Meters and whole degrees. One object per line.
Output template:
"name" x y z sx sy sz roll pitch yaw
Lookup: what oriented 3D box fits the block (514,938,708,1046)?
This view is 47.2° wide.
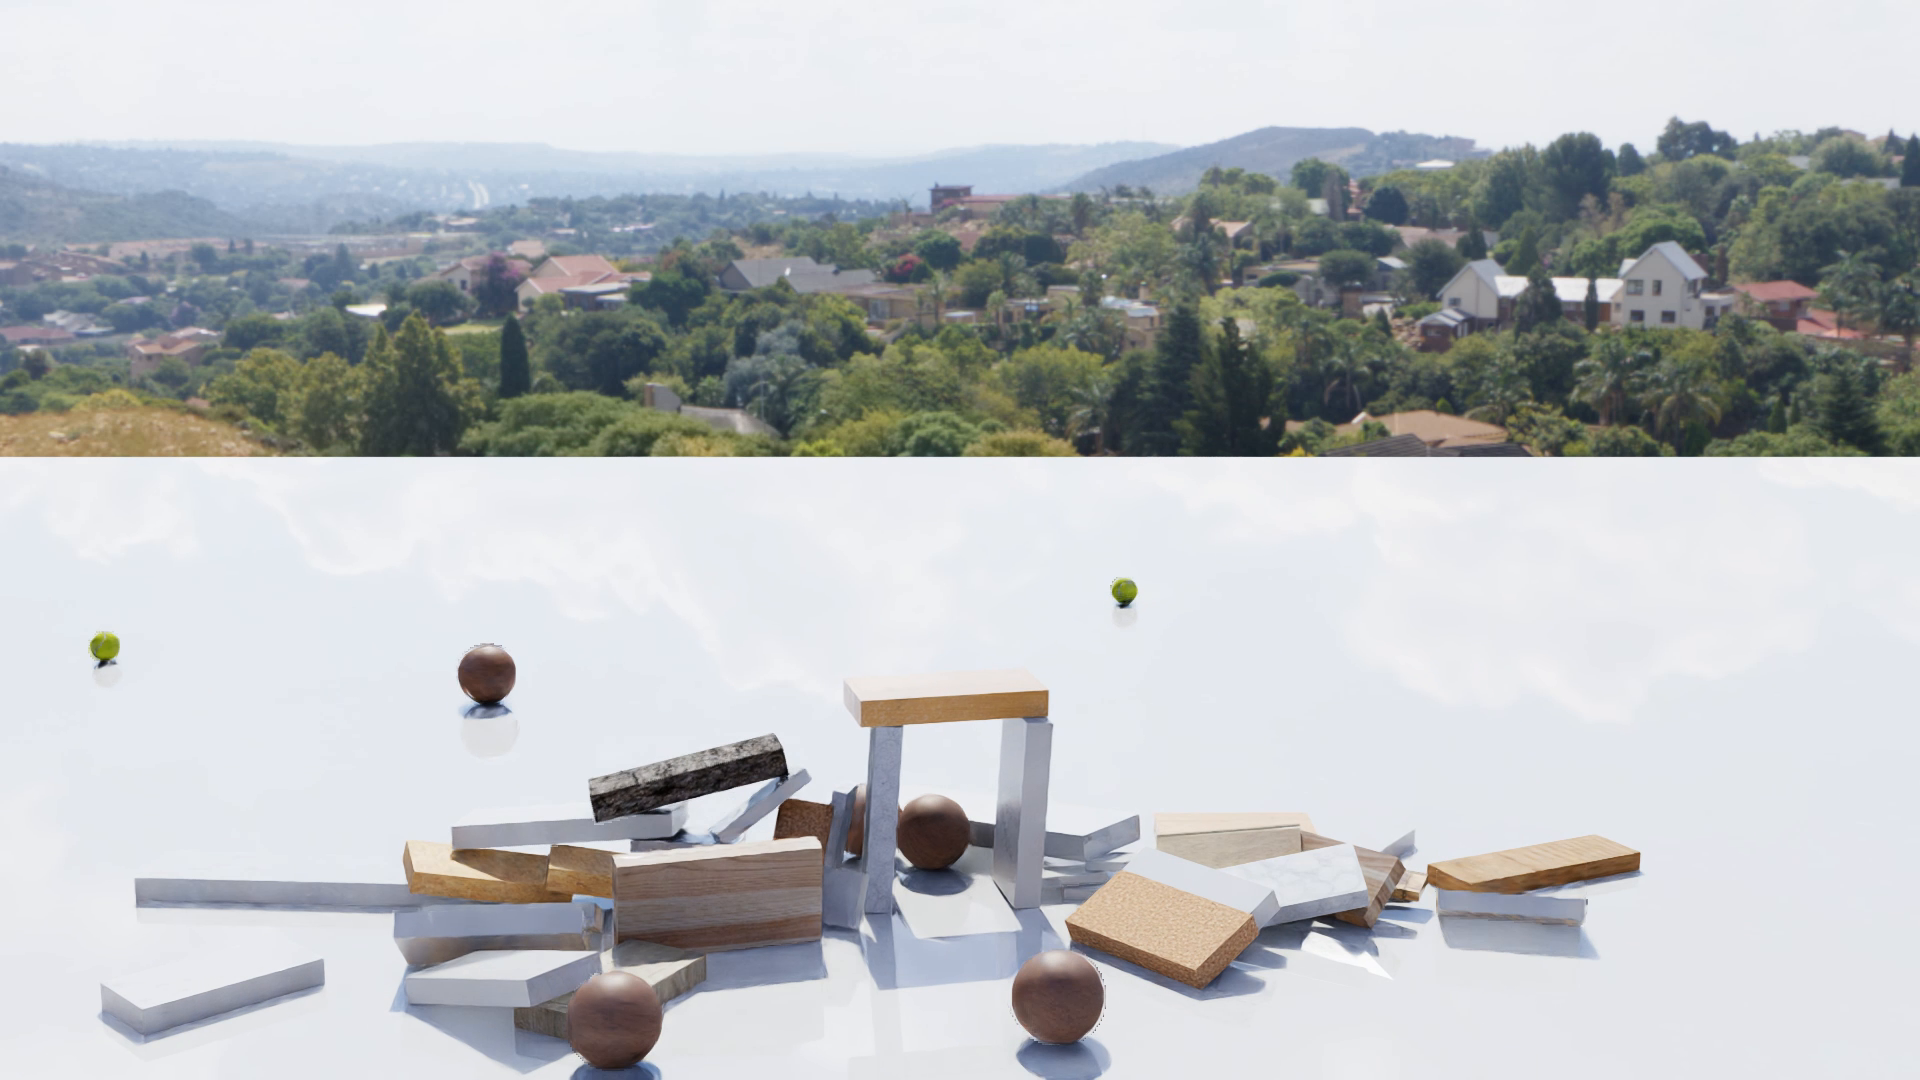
"block" -0.506 0.656 3.207 0.140 0.040 0.279 5 12 27

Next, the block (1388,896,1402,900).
"block" 0.685 0.581 3.670 0.127 0.018 0.063 0 11 3

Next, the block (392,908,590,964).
"block" -0.703 0.598 3.316 0.275 0.039 0.137 -1 -27 -4

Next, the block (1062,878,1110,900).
"block" 0.231 0.581 3.668 0.121 0.017 0.060 0 11 -1

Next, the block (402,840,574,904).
"block" -0.772 0.547 3.599 0.260 0.037 0.130 10 12 -22

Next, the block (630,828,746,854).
"block" -0.450 0.502 3.649 0.179 0.025 0.090 3 8 2

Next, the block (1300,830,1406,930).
"block" 0.598 0.549 3.603 0.238 0.034 0.119 11 56 45

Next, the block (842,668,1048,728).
"block" -0.025 0.258 3.618 0.311 0.044 0.156 -2 11 -13

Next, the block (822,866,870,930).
"block" -0.236 0.568 3.538 0.177 0.089 0.025 5 -13 26

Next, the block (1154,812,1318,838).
"block" 0.489 0.525 3.914 0.276 0.039 0.138 0 11 0

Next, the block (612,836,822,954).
"block" -0.375 0.556 3.406 0.319 0.159 0.045 -3 17 -17

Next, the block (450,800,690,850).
"block" -0.646 0.470 3.656 0.367 0.039 0.137 -4 5 4

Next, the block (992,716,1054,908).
"block" 0.102 0.435 3.645 0.044 0.311 0.156 1 10 -13

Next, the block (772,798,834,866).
"block" -0.266 0.515 3.597 0.089 0.177 0.025 5 -11 27

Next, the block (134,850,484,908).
"block" -1.071 0.568 3.682 0.576 0.040 0.140 1 11 4

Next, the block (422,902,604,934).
"block" -0.693 0.591 3.422 0.260 0.037 0.130 -1 -14 -3

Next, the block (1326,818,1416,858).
"block" 0.701 0.539 3.853 0.112 0.032 0.223 7 13 34

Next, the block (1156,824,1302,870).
"block" 0.445 0.534 3.628 0.238 0.034 0.119 -6 43 11

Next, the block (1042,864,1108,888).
"block" 0.180 0.561 3.678 0.121 0.017 0.060 -2 7 -15

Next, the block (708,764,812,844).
"block" -0.328 0.433 3.600 0.177 0.025 0.089 -37 7 -14

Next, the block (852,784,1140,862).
"block" 0.055 0.498 3.897 0.536 0.045 0.159 2 9 41

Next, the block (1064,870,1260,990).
"block" 0.308 0.597 3.385 0.138 0.039 0.276 -36 30 -32

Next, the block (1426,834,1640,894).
"block" 0.981 0.558 3.754 0.368 0.032 0.112 -5 12 -26

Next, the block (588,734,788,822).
"block" -0.449 0.390 3.624 0.319 0.045 0.159 -13 6 -9

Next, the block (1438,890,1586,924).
"block" 0.875 0.584 3.498 0.223 0.032 0.112 2 -13 12

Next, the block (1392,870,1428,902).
"block" 0.698 0.559 3.609 0.127 0.018 0.063 8 24 23

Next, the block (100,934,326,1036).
"block" -1.096 0.651 3.233 0.279 0.040 0.140 -10 15 -43

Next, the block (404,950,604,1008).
"block" -0.659 0.631 3.172 0.274 0.039 0.137 -8 3 39

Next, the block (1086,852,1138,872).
"block" 0.272 0.541 3.698 0.121 0.017 0.060 1 7 5

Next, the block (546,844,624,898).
"block" -0.547 0.554 3.618 0.260 0.037 0.130 10 8 -11

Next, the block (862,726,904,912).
"block" -0.129 0.439 3.625 0.044 0.311 0.156 3 10 -5

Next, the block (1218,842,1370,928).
"block" 0.523 0.557 3.512 0.238 0.034 0.119 -12 30 4

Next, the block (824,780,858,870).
"block" -0.207 0.496 3.656 0.025 0.179 0.090 13 6 8

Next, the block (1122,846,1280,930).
"block" 0.355 0.576 3.485 0.138 0.039 0.276 -38 31 -30
